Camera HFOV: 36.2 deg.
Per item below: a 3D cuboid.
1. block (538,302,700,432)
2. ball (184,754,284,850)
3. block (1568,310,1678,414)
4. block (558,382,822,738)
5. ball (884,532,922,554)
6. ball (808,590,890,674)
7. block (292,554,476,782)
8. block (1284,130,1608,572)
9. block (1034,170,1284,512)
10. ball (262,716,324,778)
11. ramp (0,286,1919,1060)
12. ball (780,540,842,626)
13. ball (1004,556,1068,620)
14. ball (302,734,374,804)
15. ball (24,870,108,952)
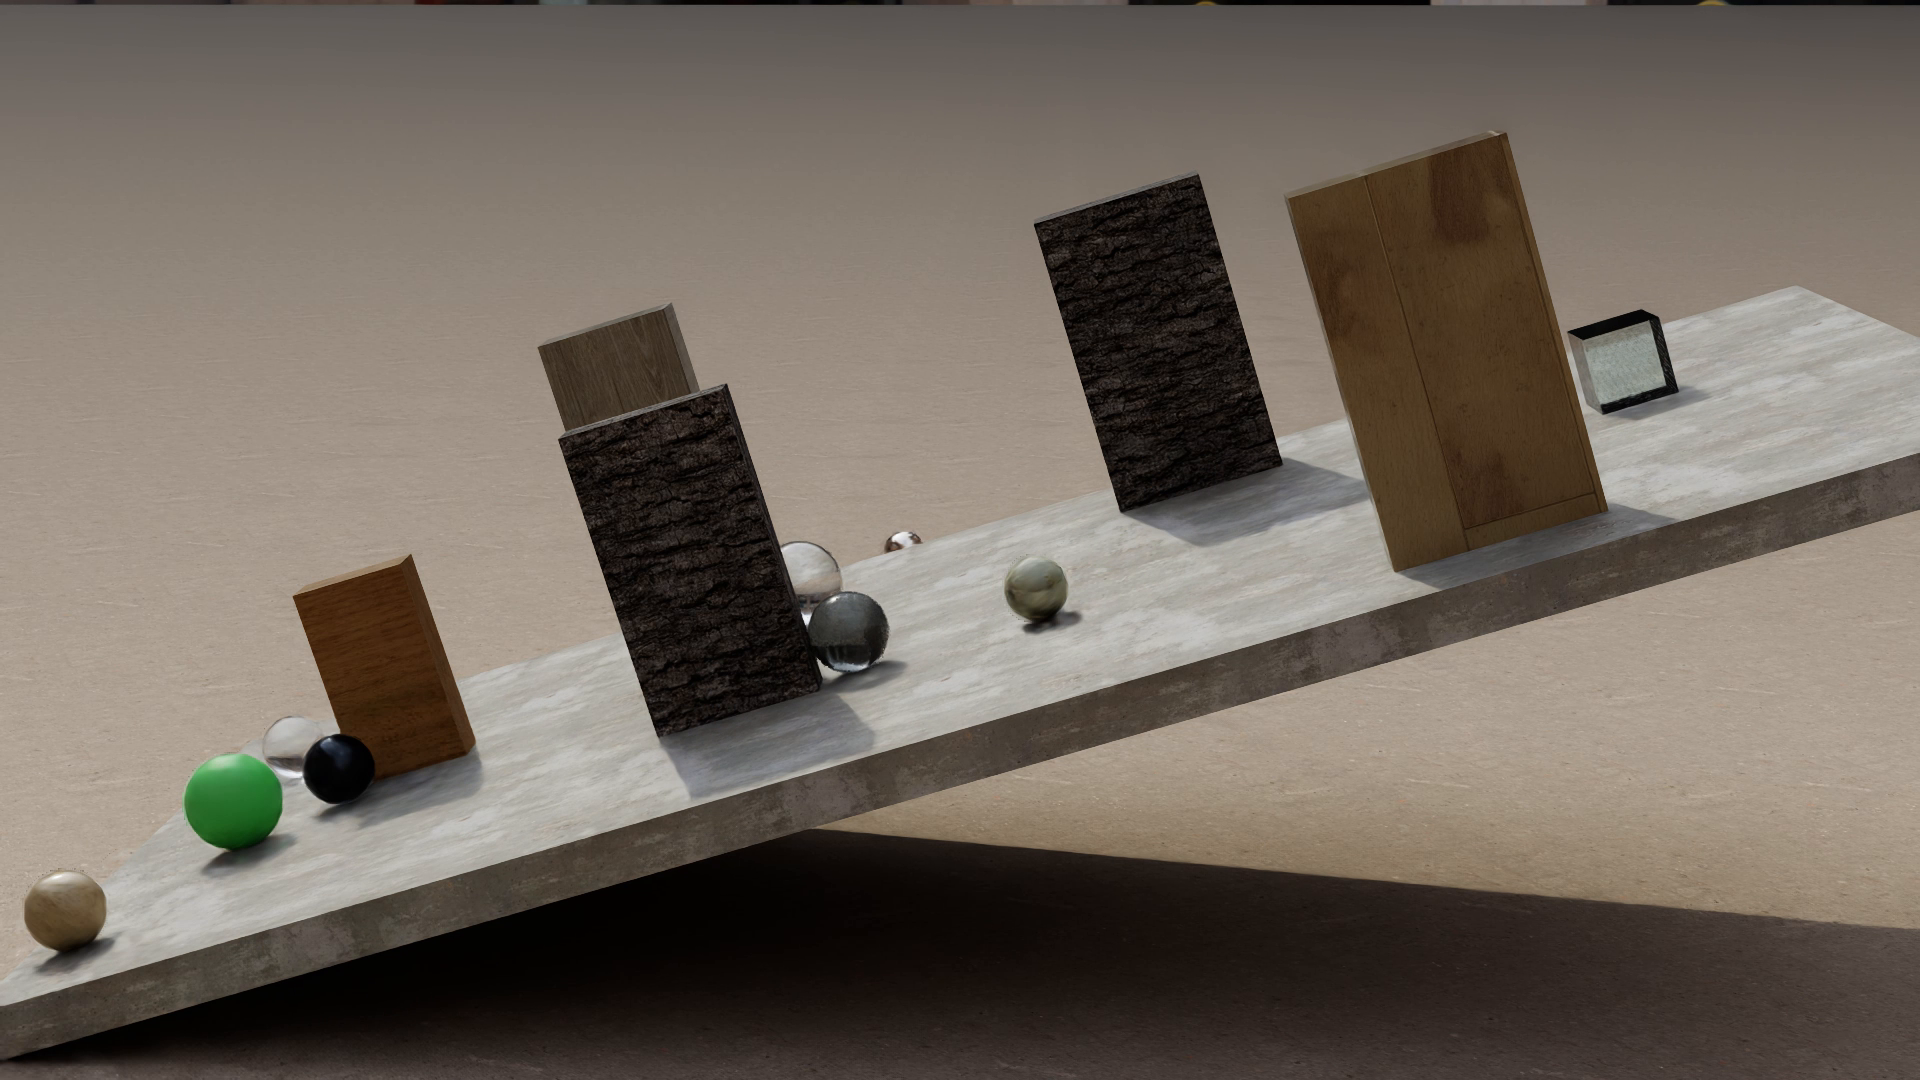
[{"bbox_3d":[-0.687,-0.117,6.714,0.299,0.788,0.137,-16,10,5],"label":"block"},{"bbox_3d":[-1.531,0.552,6.204,0.202,0.202,0.202,0,11,0],"label":"ball"},{"bbox_3d":[1.436,-0.387,6.379,0.168,0.168,0.168,-17,10,3],"label":"block"},{"bbox_3d":[-0.548,0.043,6.015,0.347,0.648,0.103,-16,10,5],"label":"block"},{"bbox_3d":[-0.190,0.039,10.010,0.138,0.138,0.138,0,11,0],"label":"ball"},{"bbox_3d":[-0.230,0.190,6.064,0.169,0.169,0.169,0,11,0],"label":"ball"},{"bbox_3d":[-1.267,0.287,6.486,0.250,0.448,0.113,-16,10,5],"label":"block"},{"bbox_3d":[0.903,-0.351,5.472,0.410,0.727,0.124,-16,10,5],"label":"block"},{"bbox_3d":[0.464,-0.464,6.885,0.395,0.706,0.137,-16,10,5],"label":"block"},{"bbox_3d":[-1.534,0.477,6.782,0.144,0.144,0.144,0,11,0],"label":"ball"},{"bbox_3d":[0.095,0.185,6.316,4.000,0.100,2.000,-16,10,5],"label":"ramp"},{"bbox_3d":[-0.365,0.099,6.712,0.194,0.194,0.194,0,11,0],"label":"ball"},{"bbox_3d":[0.156,0.099,6.010,0.133,0.133,0.133,0,11,0],"label":"ball"},{"bbox_3d":[-1.339,0.494,6.335,0.152,0.152,0.152,0,11,0],"label":"ball"},{"bbox_3d":[-1.752,0.726,5.760,0.158,0.158,0.158,0,11,0],"label":"ball"}]
